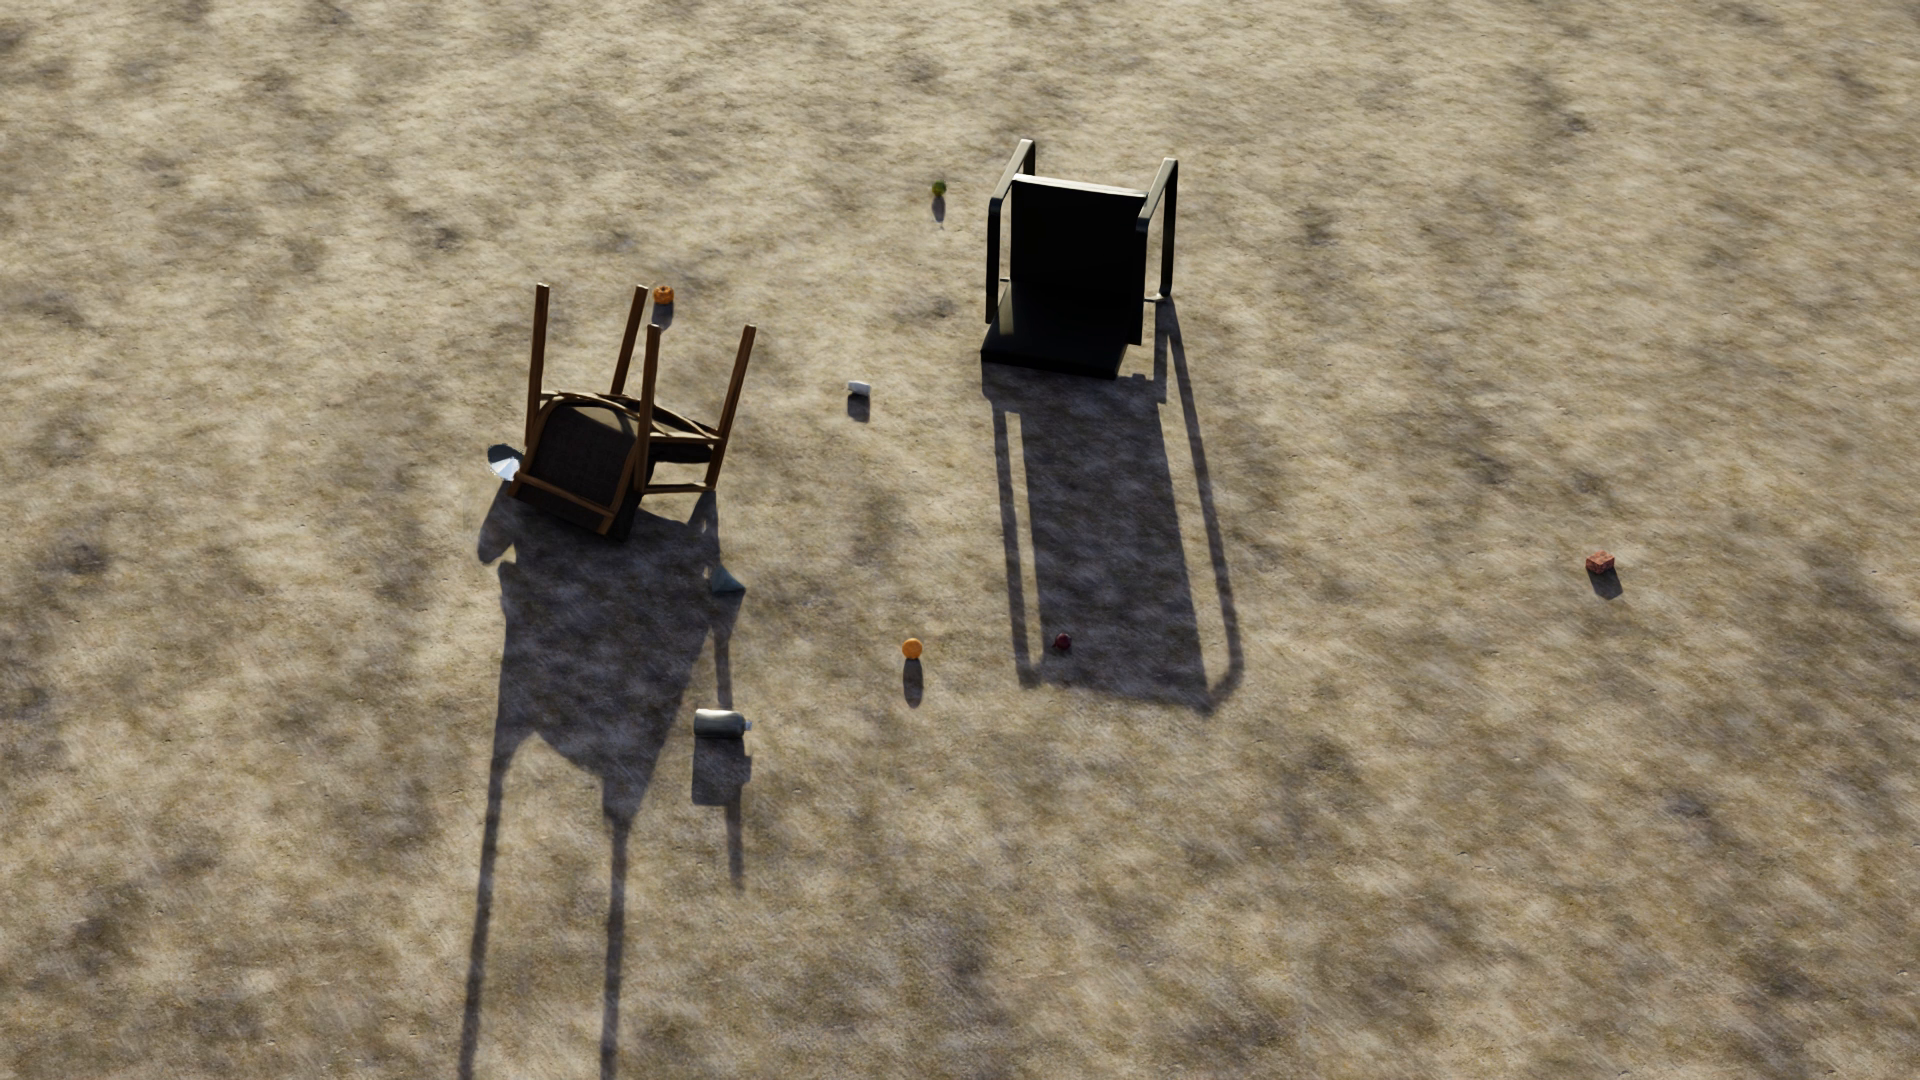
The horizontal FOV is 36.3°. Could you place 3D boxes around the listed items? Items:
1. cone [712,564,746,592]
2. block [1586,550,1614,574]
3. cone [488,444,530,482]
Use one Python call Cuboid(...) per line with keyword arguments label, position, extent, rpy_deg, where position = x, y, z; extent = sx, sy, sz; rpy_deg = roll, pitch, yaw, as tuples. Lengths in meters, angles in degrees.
Cuboid(label="cone", position=(-0.828, 0.157, 10.661), extent=(0.115, 0.098, 0.171), rpy_deg=(20, 9, -17))
Cuboid(label="block", position=(2.355, 0.081, 10.785), extent=(0.085, 0.040, 0.064), rpy_deg=(-25, 41, -33))
Cuboid(label="cone", position=(-1.734, -0.318, 11.363), extent=(0.187, 0.120, 0.204), rpy_deg=(37, 10, -8))
